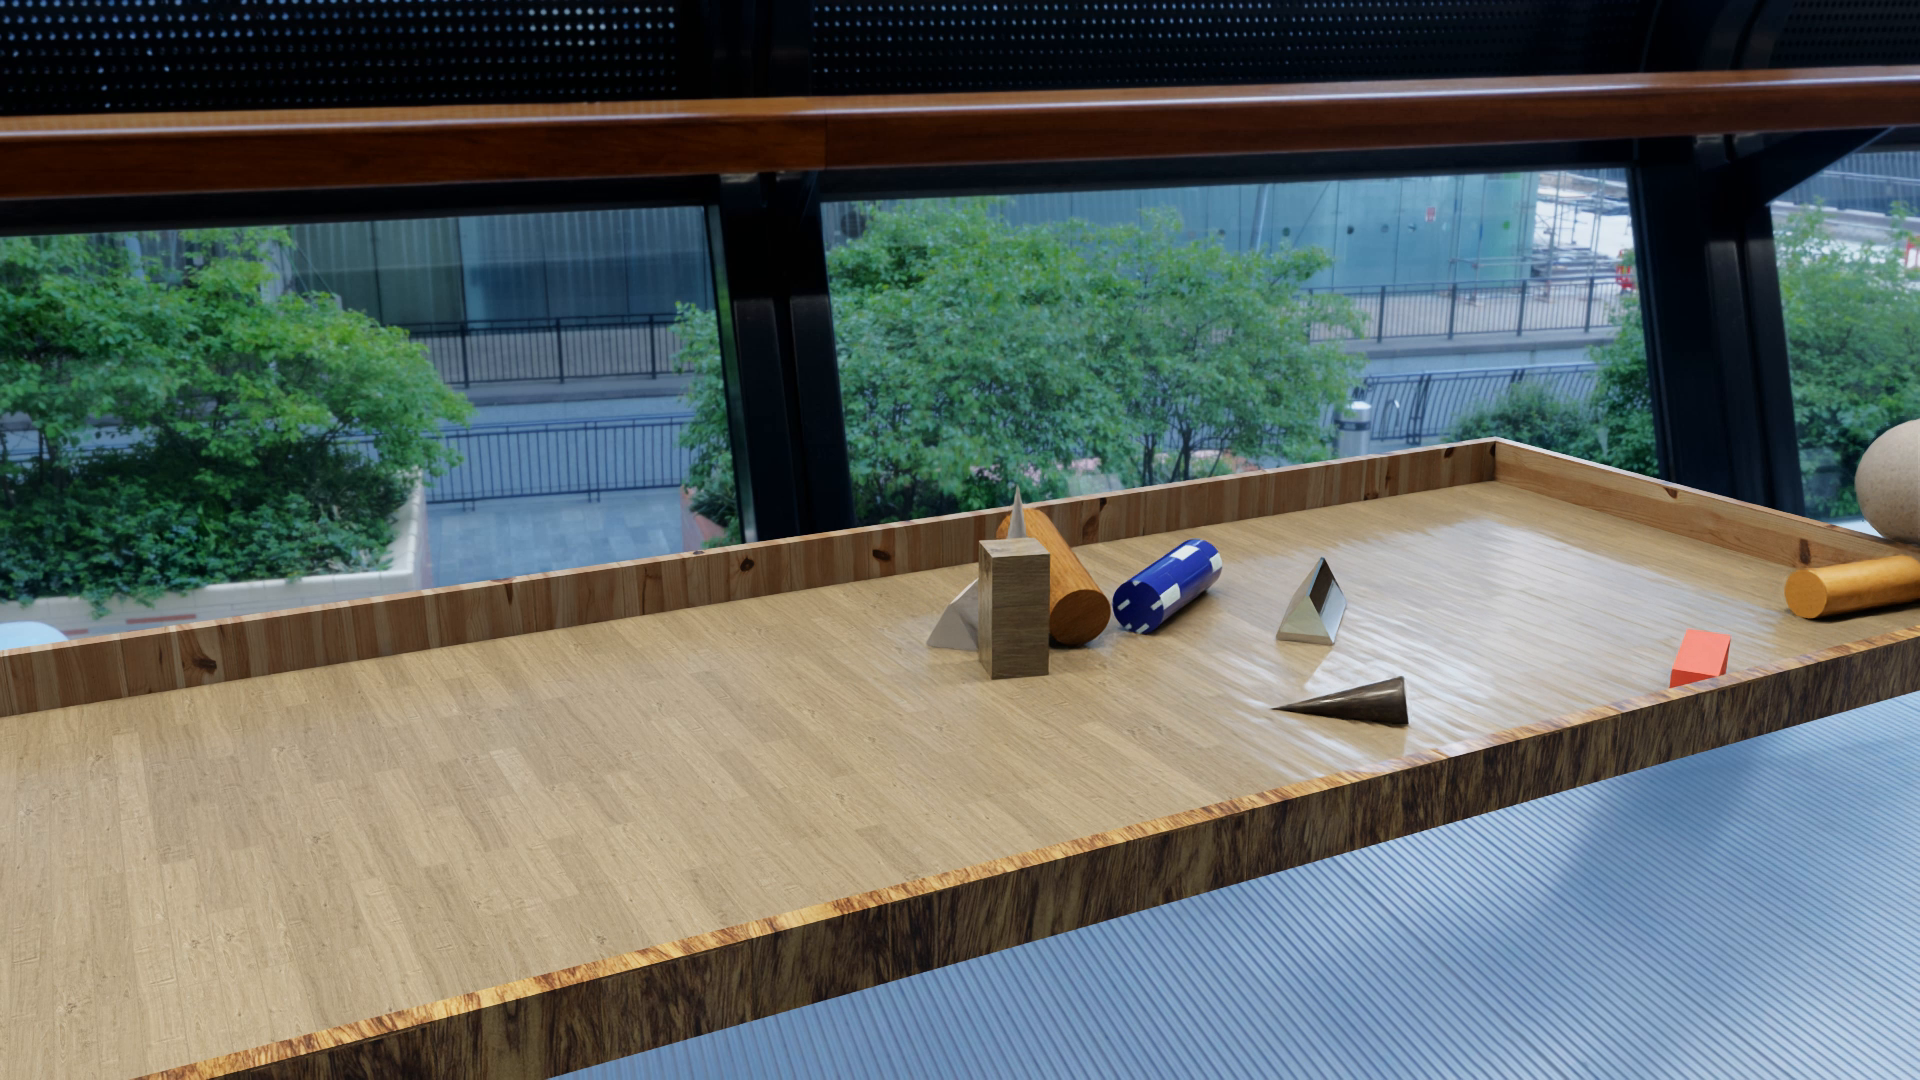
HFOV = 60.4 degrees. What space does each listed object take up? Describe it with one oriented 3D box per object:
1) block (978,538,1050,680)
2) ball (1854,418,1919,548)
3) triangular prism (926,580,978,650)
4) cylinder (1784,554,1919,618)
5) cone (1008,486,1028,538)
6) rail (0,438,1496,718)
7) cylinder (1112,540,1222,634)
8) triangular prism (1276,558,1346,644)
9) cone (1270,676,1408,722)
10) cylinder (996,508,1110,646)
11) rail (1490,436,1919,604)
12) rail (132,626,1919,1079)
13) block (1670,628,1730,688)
[{"bbox_3d":[0.136,0.173,4.195,0.148,0.323,0.148,-4,17,-12],"label":"block"},{"bbox_3d":[2.837,-0.161,4.818,0.393,0.393,0.393,0,16,0],"label":"ball"},{"bbox_3d":[0.048,0.167,4.555,0.144,0.124,0.444,5,17,18],"label":"triangular prism"},{"bbox_3d":[2.534,0.131,4.667,0.384,0.137,0.137,-7,18,-21],"label":"cylinder"},{"bbox_3d":[0.150,0.062,4.337,0.157,0.451,0.157,0,15,0],"label":"cone"},{"bbox_3d":[-3.305,0.497,3.399,12.000,0.150,0.050,-9,18,-27],"label":"rail"},{"bbox_3d":[0.591,0.126,4.661,0.150,0.150,0.457,9,19,27],"label":"cylinder"},{"bbox_3d":[0.979,0.160,4.566,0.150,0.130,0.368,6,17,17],"label":"triangular prism"},{"bbox_3d":[0.897,0.391,3.927,0.320,0.111,0.111,-6,14,15],"label":"cone"},{"bbox_3d":[0.251,0.096,4.548,0.174,0.174,0.458,-5,30,-17],"label":"cylinder"},{"bbox_3d":[2.466,-0.048,5.253,0.050,0.150,2.100,-9,18,-27],"label":"rail"},{"bbox_3d":[-2.336,1.006,1.665,12.000,0.150,0.050,-9,18,-27],"label":"rail"},{"bbox_3d":[1.826,0.324,4.072,0.102,0.102,0.330,9,19,28],"label":"block"}]
